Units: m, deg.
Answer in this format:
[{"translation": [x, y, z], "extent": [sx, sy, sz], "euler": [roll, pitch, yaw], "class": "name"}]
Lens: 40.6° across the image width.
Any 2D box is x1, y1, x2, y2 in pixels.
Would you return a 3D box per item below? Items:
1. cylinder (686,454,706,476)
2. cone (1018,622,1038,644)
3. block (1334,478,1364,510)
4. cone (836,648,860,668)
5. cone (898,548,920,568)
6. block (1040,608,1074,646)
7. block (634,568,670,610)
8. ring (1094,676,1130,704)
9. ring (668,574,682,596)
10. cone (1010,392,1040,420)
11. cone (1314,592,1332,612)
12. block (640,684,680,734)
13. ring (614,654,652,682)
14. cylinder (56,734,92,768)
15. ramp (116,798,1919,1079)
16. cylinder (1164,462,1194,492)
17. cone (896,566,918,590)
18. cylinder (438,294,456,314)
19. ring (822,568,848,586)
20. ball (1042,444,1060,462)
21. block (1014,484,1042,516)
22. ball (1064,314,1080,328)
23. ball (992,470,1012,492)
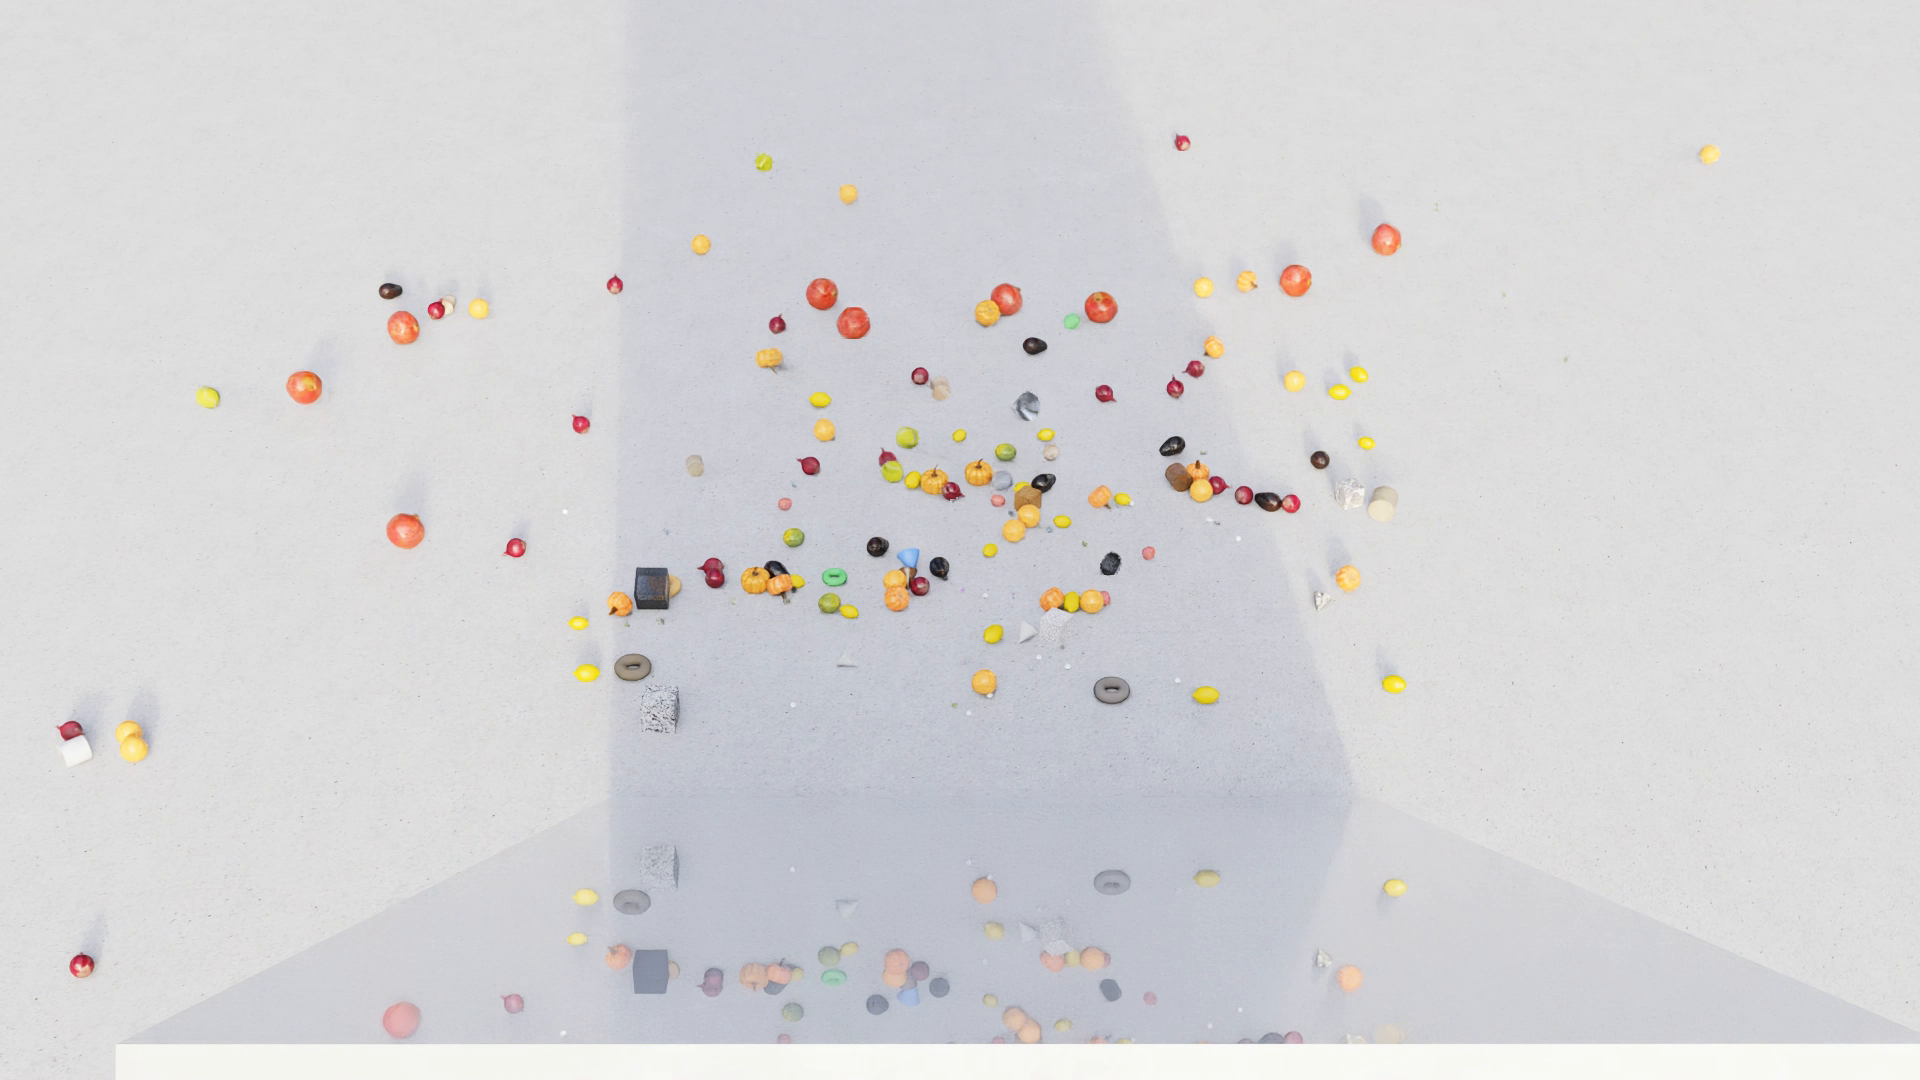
[{"translation": [-0.839, -0.236, 8.234], "extent": [0.052, 0.052, 0.052], "euler": [-10, 47, -14], "class": "cylinder"}, {"translation": [0.183, 0.278, 7.522], "extent": [0.059, 0.059, 0.059], "euler": [22, 67, 28], "class": "cone"}, {"translation": [1.214, -0.145, 8.092], "extent": [0.065, 0.065, 0.065], "euler": [-12, 37, -17], "class": "block"}, {"translation": [-0.313, 0.349, 7.420], "extent": [0.063, 0.063, 0.063], "euler": [31, 38, -2], "class": "cone"}, {"translation": [-0.147, 0.072, 7.811], "extent": [0.071, 0.071, 0.071], "euler": [-9, 63, -13], "class": "cone"}, {"translation": [0.280, 0.251, 7.523], "extent": [0.070, 0.070, 0.070], "euler": [20, 40, 26], "class": "block"}, {"translation": [-0.904, 0.143, 7.632], "extent": [0.091, 0.091, 0.091], "euler": [1, 61, 1], "class": "block"}, {"translation": [0.427, 0.422, 7.310], "extent": [0.104, 0.035, 0.104], "euler": [-1, 35, 1], "class": "ring"}, {"translation": [-0.875, 0.137, 7.719], "extent": [0.095, 0.032, 0.095], "euler": [-2, 38, 1], "class": "ring"}, {"translation": [0.195, -0.437, 8.529], "extent": [0.096, 0.096, 0.096], "euler": [-28, 17, -34], "class": "cone"}, {"translation": [1.059, 0.189, 7.651], "extent": [0.055, 0.055, 0.055], "euler": [15, 64, 20], "class": "cone"}, {"translation": [-0.830, 0.468, 7.194], "extent": [0.093, 0.093, 0.093], "euler": [2, 35, 3], "class": "block"}, {"translation": [-0.931, 0.362, 7.396], "extent": [0.106, 0.035, 0.106], "euler": [1, 36, -1], "class": "ring"}, {"translation": [-2.409, 0.575, 7.061], "extent": [0.070, 0.070, 0.070], "euler": [-24, 42, -30], "class": "cylinder"}, {"translation": [0.077, 0.664, 4.836], "extent": [2.000, 0.100, 4.000], "euler": [0, -2, 0], "class": "ramp"}, {"translation": [0.689, -0.197, 8.165], "extent": [0.067, 0.067, 0.067], "euler": [-12, 38, -17], "class": "cylinder"}, {"translation": [-0.156, 0.122, 7.743], "extent": [0.064, 0.064, 0.064], "euler": [-1, 65, -1], "class": "cone"}, {"translation": [-1.789, -0.823, 9.073], "extent": [0.051, 0.051, 0.051], "euler": [4, 29, 5], "class": "cylinder"}, {"translation": [-0.375, 0.111, 7.762], "extent": [0.077, 0.026, 0.077], "euler": [1, 35, -1], "class": "ring"}, {"translation": [0.291, -0.278, 8.292], "extent": [0.054, 0.054, 0.054], "euler": [0, 35, 0], "class": "ball"}, {"translation": [0.211, -0.122, 8.064], "extent": [0.061, 0.061, 0.061], "euler": [20, 40, 26], "class": "block"}, {"translation": [0.389, -0.757, 8.975], "extent": [0.054, 0.054, 0.054], "euler": [0, 35, 0], "class": "ball"}, {"translation": [0.131, -0.184, 8.146], "extent": [0.067, 0.067, 0.067], "euler": [0, 35, 0], "class": "ball"}]
